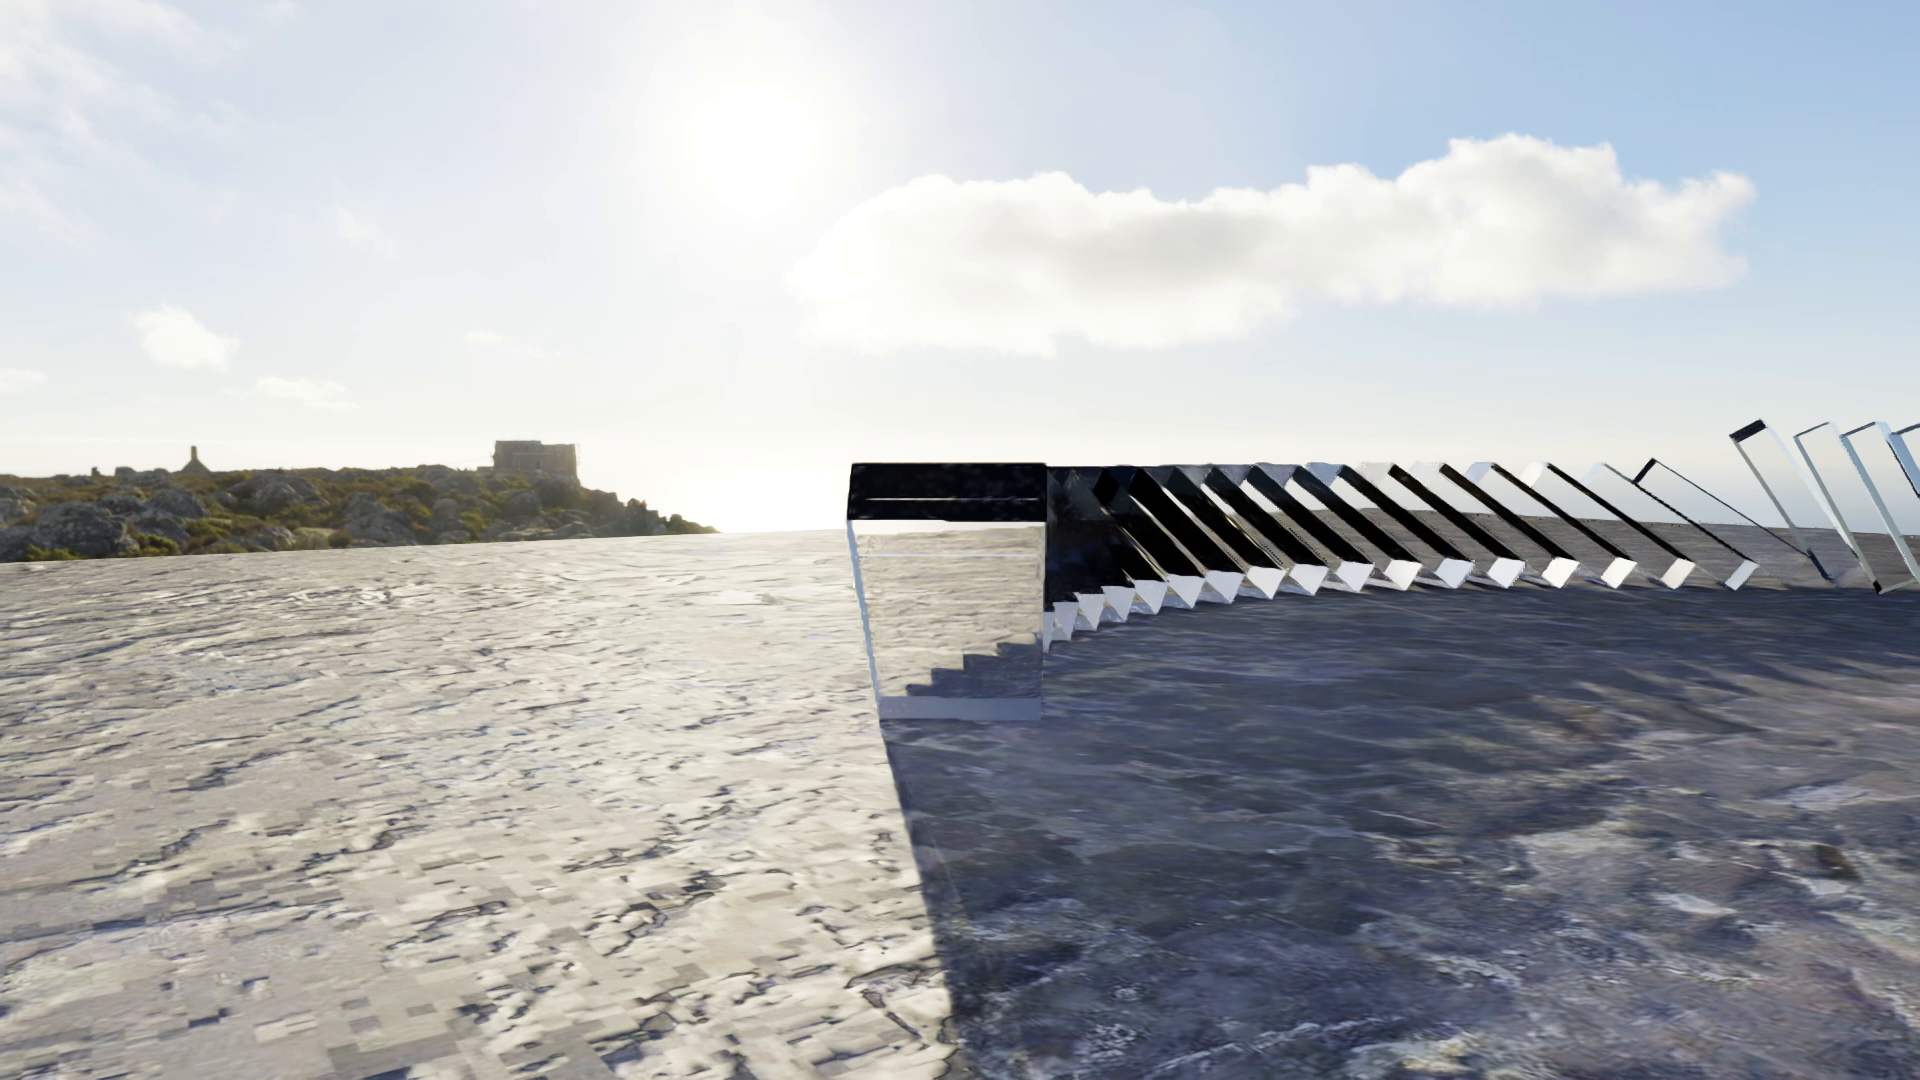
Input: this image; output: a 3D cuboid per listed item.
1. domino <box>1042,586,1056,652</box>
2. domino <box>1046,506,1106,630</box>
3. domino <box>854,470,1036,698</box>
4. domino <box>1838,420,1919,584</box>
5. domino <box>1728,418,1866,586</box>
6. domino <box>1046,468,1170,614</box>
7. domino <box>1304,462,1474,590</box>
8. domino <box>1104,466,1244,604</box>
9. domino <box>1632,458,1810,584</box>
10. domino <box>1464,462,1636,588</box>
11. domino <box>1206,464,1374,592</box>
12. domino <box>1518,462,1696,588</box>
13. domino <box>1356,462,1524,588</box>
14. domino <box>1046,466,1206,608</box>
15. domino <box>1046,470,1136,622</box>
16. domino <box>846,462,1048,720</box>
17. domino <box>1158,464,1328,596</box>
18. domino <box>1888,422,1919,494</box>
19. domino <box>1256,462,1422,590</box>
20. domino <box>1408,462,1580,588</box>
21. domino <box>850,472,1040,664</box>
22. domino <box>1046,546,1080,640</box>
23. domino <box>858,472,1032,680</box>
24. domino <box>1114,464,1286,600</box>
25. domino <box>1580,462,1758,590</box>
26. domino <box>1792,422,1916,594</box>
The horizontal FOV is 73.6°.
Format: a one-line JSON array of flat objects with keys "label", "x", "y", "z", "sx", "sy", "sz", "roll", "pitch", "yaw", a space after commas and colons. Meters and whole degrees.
[{"label": "domino", "x": 0.000, "y": 0.005, "z": 0.249, "sx": 0.025, "sy": 0.009, "sz": 0.050, "roll": 2, "pitch": -32, "yaw": 21}, {"label": "domino", "x": 0.011, "y": 0.003, "z": 0.282, "sx": 0.025, "sy": 0.009, "sz": 0.050, "roll": 3, "pitch": -31, "yaw": 30}, {"label": "domino", "x": -0.001, "y": 0.008, "z": 0.198, "sx": 0.025, "sy": 0.009, "sz": 0.050, "roll": 0, "pitch": -35, "yaw": 3}, {"label": "domino", "x": 0.273, "y": -0.010, "z": 0.371, "sx": 0.025, "sy": 0.050, "sz": 0.010, "roll": -5, "pitch": -20, "yaw": -48}, {"label": "domino", "x": 0.251, "y": -0.011, "z": 0.383, "sx": 0.009, "sy": 0.050, "sz": 0.025, "roll": -36, "pitch": -27, "yaw": 32}, {"label": "domino", "x": 0.028, "y": 0.001, "z": 0.313, "sx": 0.025, "sy": 0.010, "sz": 0.050, "roll": 4, "pitch": -30, "yaw": 42}, {"label": "domino", "x": 0.126, "y": -0.005, "z": 0.384, "sx": 0.050, "sy": 0.009, "sz": 0.025, "roll": 35, "pitch": -2, "yaw": -10}, {"label": "domino", "x": 0.051, "y": -0.001, "z": 0.339, "sx": 0.050, "sy": 0.010, "sz": 0.025, "roll": 40, "pitch": -21, "yaw": -33}, {"label": "domino", "x": 0.230, "y": -0.006, "z": 0.389, "sx": 0.050, "sy": 0.009, "sz": 0.025, "roll": 42, "pitch": 20, "yaw": 27}, {"label": "domino", "x": 0.178, "y": -0.005, "z": 0.392, "sx": 0.050, "sy": 0.009, "sz": 0.025, "roll": 36, "pitch": 8, "yaw": 4}, {"label": "domino", "x": 0.093, "y": -0.004, "z": 0.371, "sx": 0.050, "sy": 0.009, "sz": 0.025, "roll": 36, "pitch": -9, "yaw": -19}, {"label": "domino", "x": 0.195, "y": -0.005, "z": 0.390, "sx": 0.050, "sy": 0.010, "sz": 0.025, "roll": 37, "pitch": 11, "yaw": 8}, {"label": "domino", "x": 0.143, "y": -0.005, "z": 0.387, "sx": 0.050, "sy": 0.009, "sz": 0.025, "roll": 35, "pitch": 0, "yaw": -7}, {"label": "domino", "x": 0.039, "y": 0.000, "z": 0.327, "sx": 0.025, "sy": 0.009, "sz": 0.050, "roll": 5, "pitch": -30, "yaw": 47}, {"label": "domino", "x": 0.019, "y": 0.002, "z": 0.298, "sx": 0.025, "sy": 0.009, "sz": 0.050, "roll": 3, "pitch": -31, "yaw": 36}, {"label": "domino", "x": -0.001, "y": 0.009, "z": 0.181, "sx": 0.025, "sy": 0.009, "sz": 0.050, "roll": 0, "pitch": -37, "yaw": 3}, {"label": "domino", "x": 0.078, "y": -0.003, "z": 0.362, "sx": 0.050, "sy": 0.010, "sz": 0.025, "roll": 37, "pitch": -12, "yaw": -24}, {"label": "domino", "x": 0.284, "y": -0.009, "z": 0.365, "sx": 0.025, "sy": 0.050, "sz": 0.009, "roll": -4, "pitch": -20, "yaw": -43}, {"label": "domino", "x": 0.109, "y": -0.004, "z": 0.378, "sx": 0.050, "sy": 0.009, "sz": 0.025, "roll": 36, "pitch": -6, "yaw": -15}, {"label": "domino", "x": 0.160, "y": -0.005, "z": 0.390, "sx": 0.050, "sy": 0.010, "sz": 0.025, "roll": 36, "pitch": 4, "yaw": -2}, {"label": "domino", "x": -0.001, "y": 0.006, "z": 0.232, "sx": 0.025, "sy": 0.010, "sz": 0.050, "roll": 1, "pitch": -33, "yaw": 12}, {"label": "domino", "x": 0.005, "y": 0.004, "z": 0.266, "sx": 0.025, "sy": 0.009, "sz": 0.050, "roll": 2, "pitch": -32, "yaw": 26}, {"label": "domino", "x": -0.001, "y": 0.007, "z": 0.214, "sx": 0.025, "sy": 0.009, "sz": 0.050, "roll": 0, "pitch": -34, "yaw": 5}, {"label": "domino", "x": 0.064, "y": -0.002, "z": 0.351, "sx": 0.050, "sy": 0.009, "sz": 0.025, "roll": 38, "pitch": -16, "yaw": -28}, {"label": "domino", "x": 0.213, "y": -0.005, "z": 0.389, "sx": 0.050, "sy": 0.009, "sz": 0.025, "roll": 38, "pitch": 15, "yaw": 14}, {"label": "domino", "x": 0.262, "y": -0.010, "z": 0.375, "sx": 0.009, "sy": 0.050, "sz": 0.025, "roll": -30, "pitch": -15, "yaw": 36}]
